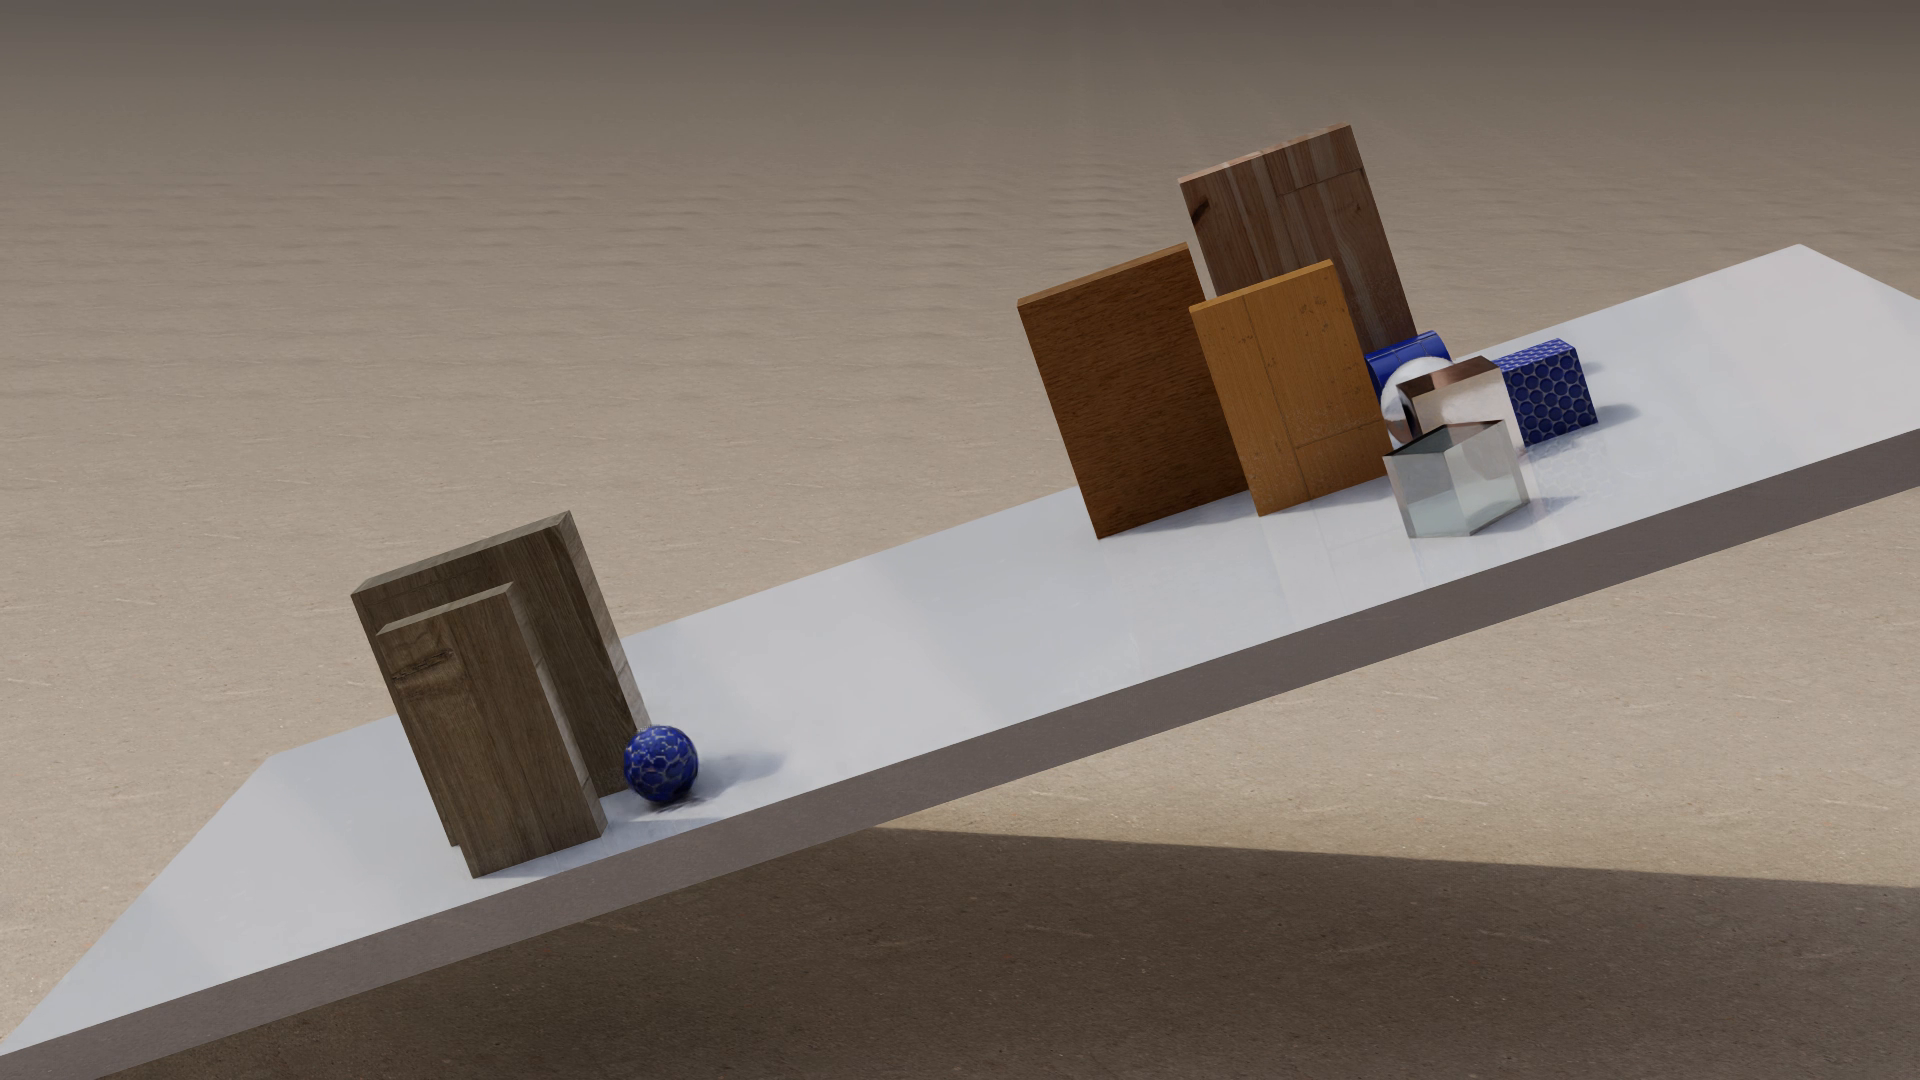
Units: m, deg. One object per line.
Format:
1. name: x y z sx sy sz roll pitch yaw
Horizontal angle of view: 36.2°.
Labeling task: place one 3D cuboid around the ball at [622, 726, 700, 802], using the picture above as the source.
1. ball: -0.573 0.428 5.632 0.146 0.146 0.146 0 12 0

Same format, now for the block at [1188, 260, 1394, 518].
1. block: 0.707 -0.321 6.219 0.313 0.461 0.094 -19 11 6

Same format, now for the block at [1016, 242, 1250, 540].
1. block: 0.406 -0.333 6.560 0.397 0.553 0.130 -19 11 6

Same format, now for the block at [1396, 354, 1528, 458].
1. block: 1.026 -0.248 6.032 0.187 0.187 0.187 -19 11 2

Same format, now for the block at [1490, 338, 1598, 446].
1. block: 1.199 -0.305 6.074 0.162 0.162 0.162 -19 11 3

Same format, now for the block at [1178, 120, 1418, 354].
1. block: 0.803 -0.582 6.798 0.407 0.662 0.125 -19 11 6

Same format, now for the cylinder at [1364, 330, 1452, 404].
1. cylinder: 1.019 -0.367 6.670 0.170 0.170 0.170 -20 14 -3

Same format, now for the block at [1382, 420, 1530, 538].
1. block: 0.941 -0.115 5.577 0.169 0.169 0.169 -26 13 -31

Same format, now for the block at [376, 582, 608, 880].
1. block: -0.882 0.360 5.560 0.261 0.502 0.089 -19 11 6

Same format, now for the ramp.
1. ramp: 0.110 0.179 6.302 4.000 0.100 2.000 -19 11 6

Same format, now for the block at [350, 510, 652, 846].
1. block: -0.898 0.277 5.873 0.440 0.547 0.137 -19 11 6

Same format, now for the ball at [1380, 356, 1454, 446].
1. ball: 0.994 -0.287 6.230 0.205 0.205 0.205 0 12 0
